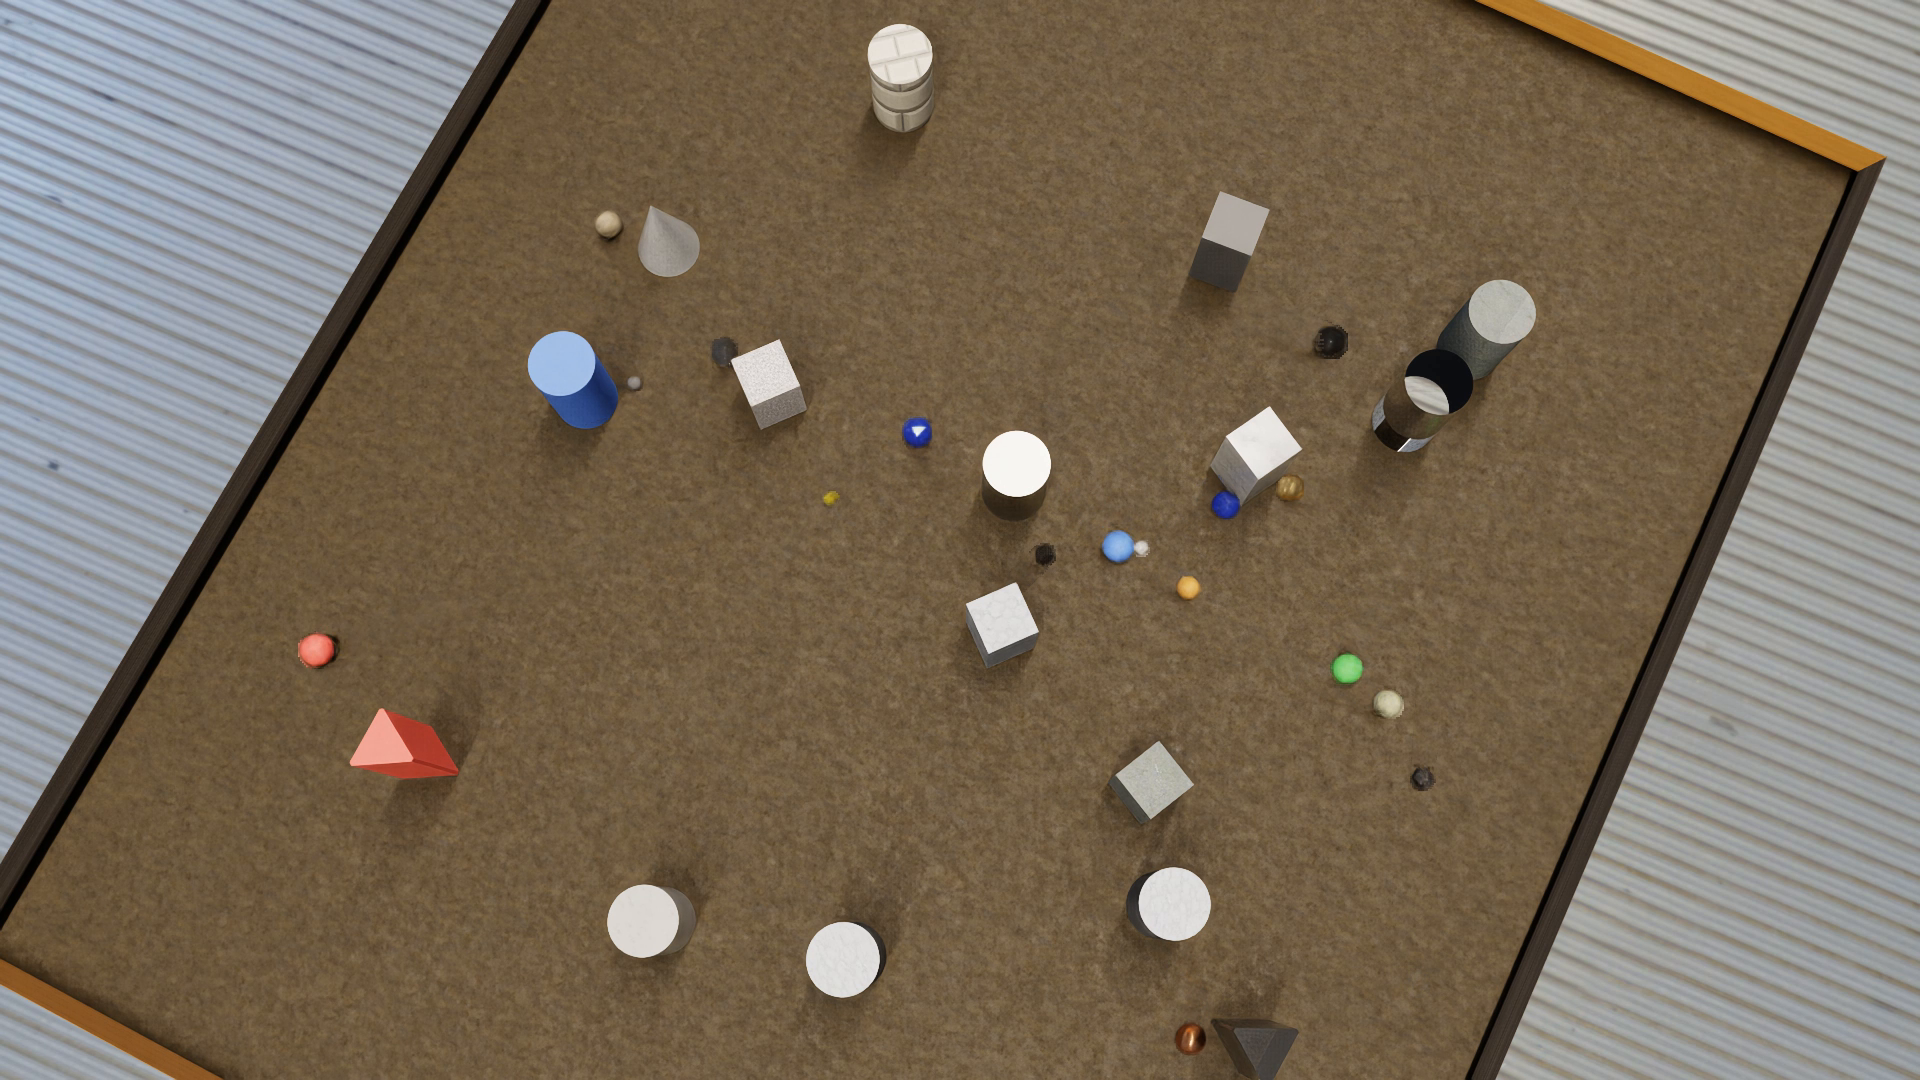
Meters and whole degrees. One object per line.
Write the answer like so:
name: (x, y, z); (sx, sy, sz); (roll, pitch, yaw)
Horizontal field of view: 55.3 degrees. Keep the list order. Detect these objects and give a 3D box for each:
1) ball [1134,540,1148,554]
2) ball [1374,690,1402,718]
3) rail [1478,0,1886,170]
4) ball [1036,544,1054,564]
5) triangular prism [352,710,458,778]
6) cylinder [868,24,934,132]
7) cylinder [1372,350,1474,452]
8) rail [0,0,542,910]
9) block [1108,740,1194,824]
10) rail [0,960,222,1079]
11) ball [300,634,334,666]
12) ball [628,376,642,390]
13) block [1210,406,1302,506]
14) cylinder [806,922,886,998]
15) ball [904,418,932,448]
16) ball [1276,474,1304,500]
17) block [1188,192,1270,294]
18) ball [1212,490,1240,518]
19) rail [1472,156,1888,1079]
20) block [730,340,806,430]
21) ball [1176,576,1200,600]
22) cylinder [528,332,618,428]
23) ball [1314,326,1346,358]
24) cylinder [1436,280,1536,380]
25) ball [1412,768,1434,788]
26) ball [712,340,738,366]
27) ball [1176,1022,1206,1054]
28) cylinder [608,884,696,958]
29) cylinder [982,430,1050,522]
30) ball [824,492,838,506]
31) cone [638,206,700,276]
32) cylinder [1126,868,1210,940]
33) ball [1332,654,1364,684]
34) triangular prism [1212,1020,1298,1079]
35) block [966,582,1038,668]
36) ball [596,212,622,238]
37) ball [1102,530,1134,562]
ball: (0.552, 0.023, 5.590); (0.043, 0.043, 0.043); (0, 78, 0)
ball: (1.277, 0.489, 5.474); (0.081, 0.081, 0.081); (0, 78, 0)
rail: (1.057, -2.063, 5.977); (4.102, 0.128, 0.045); (26, 80, 5)
ball: (0.257, 0.044, 5.578); (0.058, 0.058, 0.058); (0, 78, 0)
triangular prism: (-1.586, 0.583, 5.255); (0.170, 0.471, 0.148); (-4, 78, -1)
cylinder: (-0.182, -1.440, 5.736); (0.197, 0.351, 0.197); (0, 78, 0)
cylinder: (1.379, -0.412, 5.483); (0.197, 0.429, 0.197); (0, 78, 0)
rail: (-1.813, -0.881, 5.733); (0.045, 0.128, 4.774); (26, 80, 5)
block: (0.551, 0.707, 5.323); (0.157, 0.289, 0.157); (-37, 81, -7)
rail: (-1.057, 2.077, 5.120); (4.102, 0.128, 0.045); (26, 80, 5)
ball: (-1.928, 0.329, 5.498); (0.098, 0.098, 0.098); (0, 78, 0)
ball: (-1.012, -0.489, 5.696); (0.044, 0.044, 0.044); (0, 78, 0)
block: (0.882, -0.246, 5.486); (0.157, 0.355, 0.157); (-34, 80, -7)
cylinder: (-0.314, 1.171, 5.135); (0.197, 0.469, 0.197); (0, 78, 0)
ball: (-0.129, -0.329, 5.638); (0.091, 0.091, 0.091); (0, 78, 0)
ball: (1.012, -0.162, 5.607); (0.084, 0.084, 0.084); (0, 78, 0)
block: (0.824, -0.912, 5.636); (0.157, 0.332, 0.157); (22, 79, 4)
ball: (0.811, -0.109, 5.596); (0.084, 0.084, 0.084); (0, 78, 0)
rail: (1.813, 0.895, 5.365); (0.045, 0.128, 4.774); (26, 80, 5)
block: (-0.579, -0.470, 5.579); (0.157, 0.263, 0.157); (-24, 79, -5)
ball: (0.691, 0.144, 5.551); (0.071, 0.071, 0.071); (0, 78, 0)
cylinder: (-1.163, -0.478, 5.528); (0.197, 0.367, 0.197); (0, 78, 0)
ball: (1.151, -0.616, 5.694); (0.097, 0.097, 0.097); (0, 78, 0)
cylinder: (1.591, -0.633, 5.559); (0.197, 0.370, 0.197); (0, 78, 0)
ball: (1.374, 0.706, 5.440); (0.060, 0.060, 0.060); (0, 78, 0)
ball: (-0.732, -0.583, 5.695); (0.083, 0.083, 0.083); (0, 78, 0)
ball: (0.666, 1.434, 5.276); (0.086, 0.086, 0.086); (0, 78, 0)
cylinder: (-0.875, 1.085, 5.221); (0.197, 0.335, 0.197); (0, 78, 0)
cylinder: (0.165, -0.187, 5.483); (0.197, 0.337, 0.197); (0, 78, 0)
ball: (-0.398, -0.126, 5.621); (0.042, 0.042, 0.042); (0, 78, 0)
cone: (-0.923, -0.963, 5.636); (0.197, 0.351, 0.197); (0, 78, 0)
cylinder: (0.587, 1.035, 5.204); (0.197, 0.389, 0.197); (0, 78, 0)
ball: (1.162, 0.385, 5.491); (0.090, 0.090, 0.090); (0, 78, 0)
triangular prism: (0.793, 1.386, 5.095); (0.148, 0.460, 0.170); (31, 80, 6)
block: (0.122, 0.255, 5.401); (0.157, 0.318, 0.157); (-23, 79, -5)
ball: (-1.108, -0.995, 5.780); (0.082, 0.082, 0.082); (0, 78, 0)
ball: (0.480, 0.019, 5.564); (0.096, 0.096, 0.096); (0, 78, 0)
